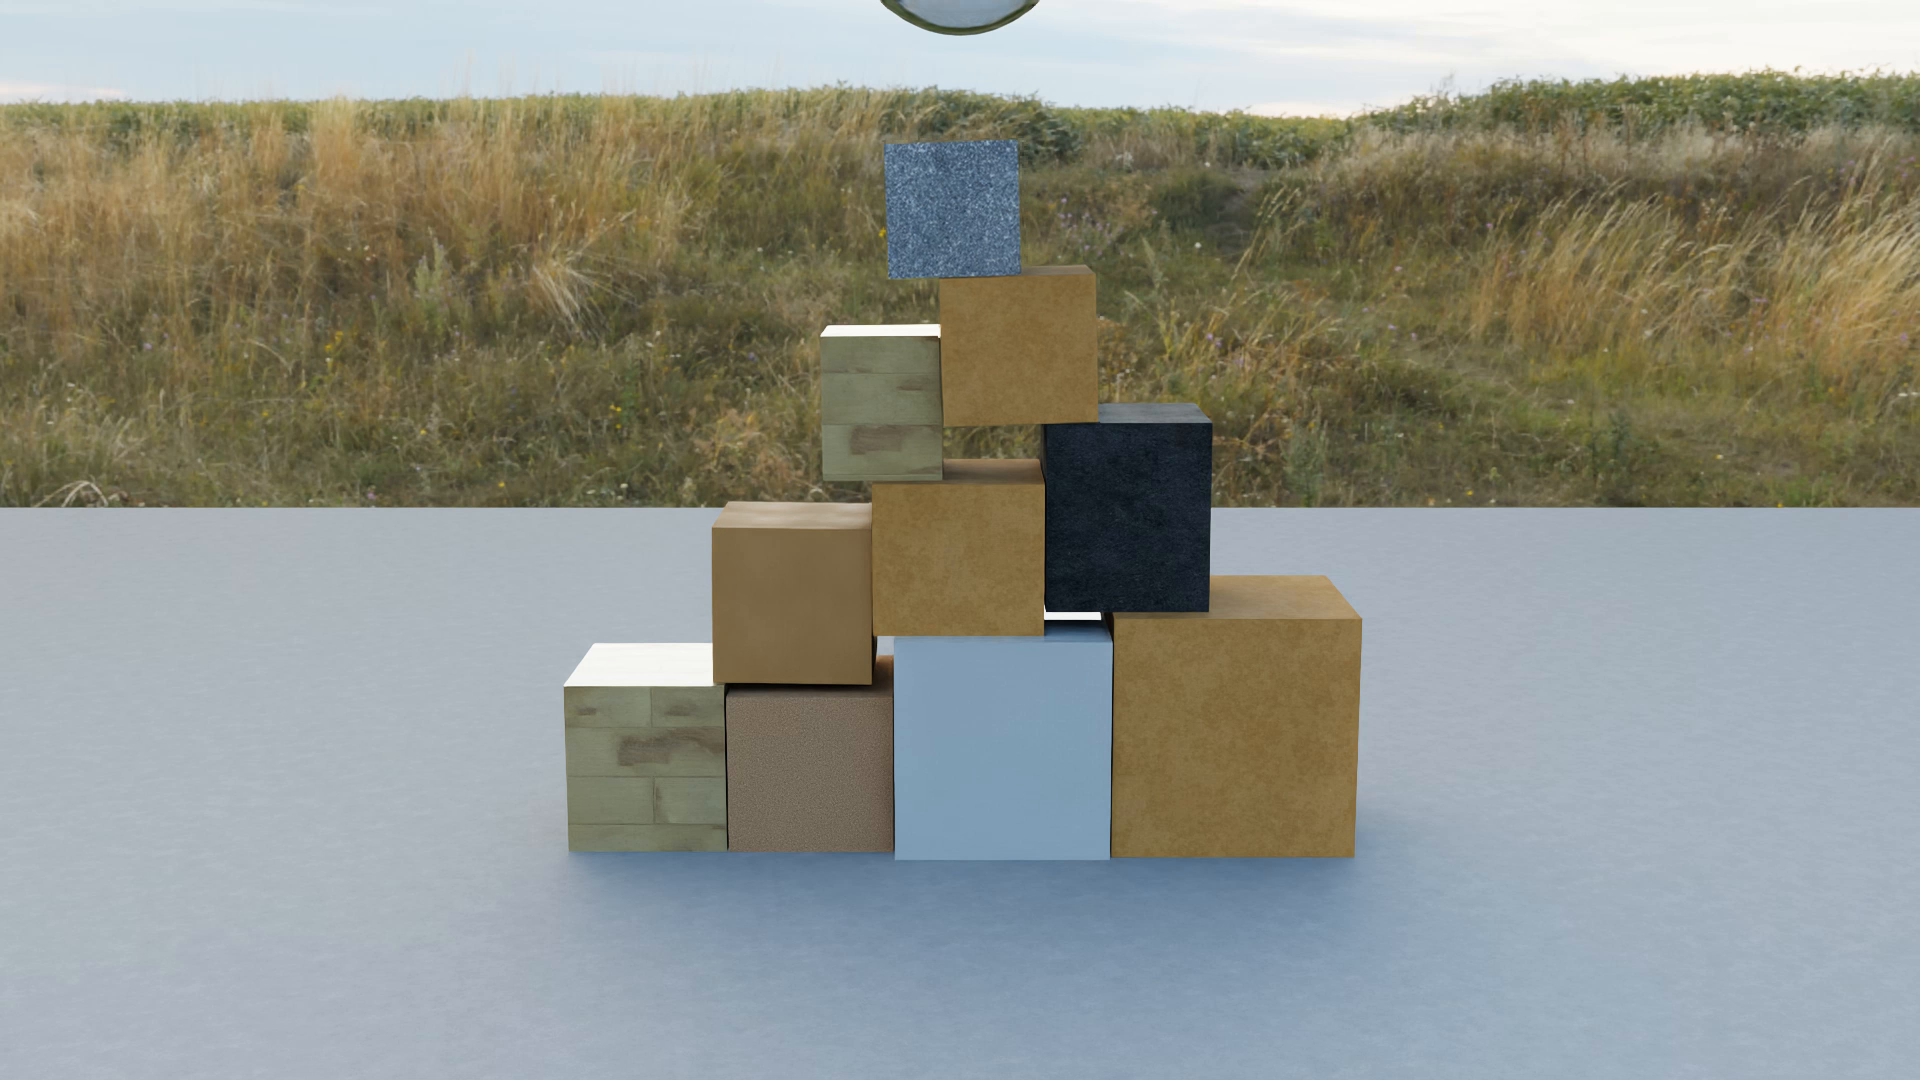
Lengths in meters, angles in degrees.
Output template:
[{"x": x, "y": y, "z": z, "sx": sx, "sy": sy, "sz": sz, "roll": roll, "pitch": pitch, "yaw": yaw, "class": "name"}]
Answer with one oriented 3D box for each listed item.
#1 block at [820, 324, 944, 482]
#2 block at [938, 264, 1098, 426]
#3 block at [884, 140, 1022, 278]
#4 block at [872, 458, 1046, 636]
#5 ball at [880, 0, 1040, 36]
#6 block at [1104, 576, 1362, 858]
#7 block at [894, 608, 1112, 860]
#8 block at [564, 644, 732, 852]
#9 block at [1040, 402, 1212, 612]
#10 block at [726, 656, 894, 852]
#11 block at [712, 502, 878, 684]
[{"x": -0.383, "y": -0.699, "z": 11.052, "sx": 0.587, "sy": 0.711, "sz": 0.634, "roll": 0, "pitch": 10, "yaw": 0, "class": "block"}, {"x": 0.285, "y": -0.982, "z": 10.985, "sx": 0.750, "sy": 0.714, "sz": 0.794, "roll": -2, "pitch": 10, "yaw": 0, "class": "block"}, {"x": -0.035, "y": -1.645, "z": 10.892, "sx": 0.642, "sy": 0.644, "sz": 0.588, "roll": -2, "pitch": 10, "yaw": 0, "class": "block"}, {"x": -0.007, "y": 0.023, "z": 11.177, "sx": 0.841, "sy": 0.753, "sz": 0.873, "roll": 0, "pitch": 10, "yaw": 0, "class": "block"}, {"x": 0.000, "y": -4.399, "z": 15.620, "sx": 1.600, "sy": 1.600, "sz": 1.600, "roll": 0, "pitch": 10, "yaw": 0, "class": "ball"}, {"x": 1.354, "y": 0.882, "z": 11.336, "sx": 1.205, "sy": 1.210, "sz": 1.091, "roll": 0, "pitch": 10, "yaw": 0, "class": "block"}, {"x": 0.210, "y": 0.935, "z": 11.343, "sx": 1.062, "sy": 1.102, "sz": 1.166, "roll": 0, "pitch": 10, "yaw": 0, "class": "block"}, {"x": -1.560, "y": 1.055, "z": 11.383, "sx": 0.792, "sy": 0.851, "sz": 0.937, "roll": 0, "pitch": 10, "yaw": 0, "class": "block"}, {"x": 0.825, "y": -0.179, "z": 11.163, "sx": 0.805, "sy": 0.940, "sz": 0.823, "roll": 0, "pitch": 10, "yaw": 0, "class": "block"}, {"x": -0.743, "y": 1.087, "z": 11.366, "sx": 0.823, "sy": 0.795, "sz": 0.913, "roll": 0, "pitch": 10, "yaw": 0, "class": "block"}, {"x": -0.828, "y": 0.257, "z": 11.232, "sx": 0.789, "sy": 0.781, "sz": 0.785, "roll": 1, "pitch": 10, "yaw": 0, "class": "block"}]
